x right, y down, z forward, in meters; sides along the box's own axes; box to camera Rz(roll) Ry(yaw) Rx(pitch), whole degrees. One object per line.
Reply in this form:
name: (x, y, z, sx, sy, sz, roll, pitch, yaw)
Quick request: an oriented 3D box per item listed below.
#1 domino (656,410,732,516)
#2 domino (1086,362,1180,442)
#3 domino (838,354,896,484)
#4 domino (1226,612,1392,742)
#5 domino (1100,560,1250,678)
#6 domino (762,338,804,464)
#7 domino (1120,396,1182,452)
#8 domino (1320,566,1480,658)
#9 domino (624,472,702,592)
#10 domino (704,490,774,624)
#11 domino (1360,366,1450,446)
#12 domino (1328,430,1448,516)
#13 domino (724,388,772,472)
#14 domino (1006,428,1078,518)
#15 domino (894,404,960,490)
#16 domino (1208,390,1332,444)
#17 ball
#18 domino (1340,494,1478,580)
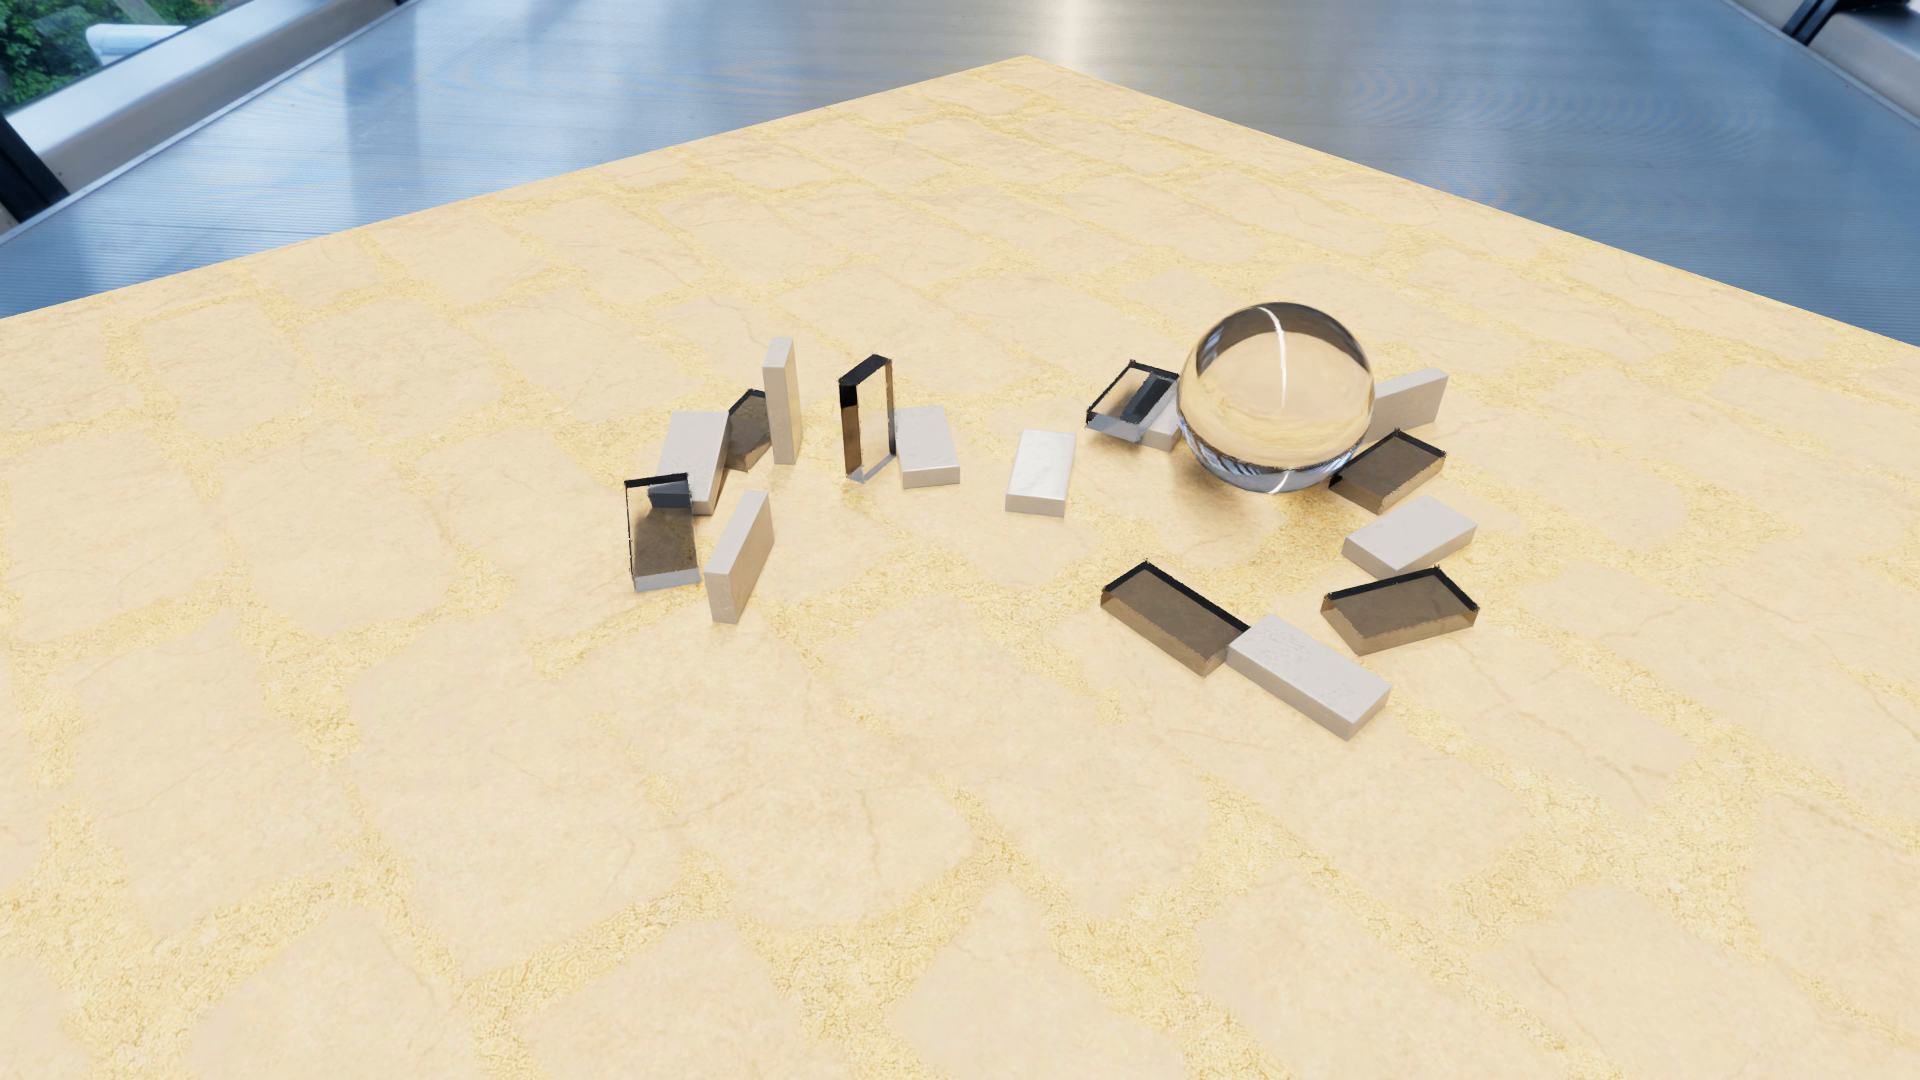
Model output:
domino: (-0.115, -0.034, 0.474, 0.025, 0.009, 0.050, 1, 54, 3)
domino: (0.080, -0.064, 0.507, 0.025, 0.009, 0.050, 20, 44, 23)
domino: (-0.040, -0.052, 0.475, 0.010, 0.050, 0.025, 22, 44, 24)
domino: (0.122, 0.047, 0.386, 0.025, 0.010, 0.050, -31, 48, -32)
domino: (0.079, 0.028, 0.409, 0.025, 0.010, 0.050, -29, 48, -31)
domino: (-0.078, -0.061, 0.486, 0.009, 0.050, 0.025, 1, 39, 1)
domino: (0.096, -0.061, 0.518, 0.025, 0.009, 0.050, 18, 43, 21)
domino: (0.164, 0.026, 0.411, 0.050, 0.009, 0.025, -12, 41, -14)
domino: (-0.119, -0.004, 0.439, 0.025, 0.009, 0.050, -9, 53, -11)
domino: (-0.084, 0.006, 0.424, 0.010, 0.025, 0.050, 6, 40, 7)
domino: (0.200, -0.061, 0.506, 0.050, 0.025, 0.009, -18, 43, -20)
domino: (0.187, -0.030, 0.480, 0.050, 0.009, 0.025, -29, 47, -30)
domino: (-0.097, -0.051, 0.506, 0.025, 0.009, 0.050, 13, 41, 16)
domino: (0.036, -0.030, 0.480, 0.025, 0.009, 0.050, 7, 40, 8)
domino: (-0.016, -0.043, 0.495, 0.025, 0.010, 0.050, -6, 40, -7)
domino: (0.144, -0.058, 0.514, 0.050, 0.010, 0.025, -4, 40, -5)
ball: (0.131, -0.059, 0.460, 0.080, 0.080, 0.080, 0, 39, 0)
domino: (0.181, 0.000, 0.444, 0.050, 0.010, 0.025, -23, 45, -26)
